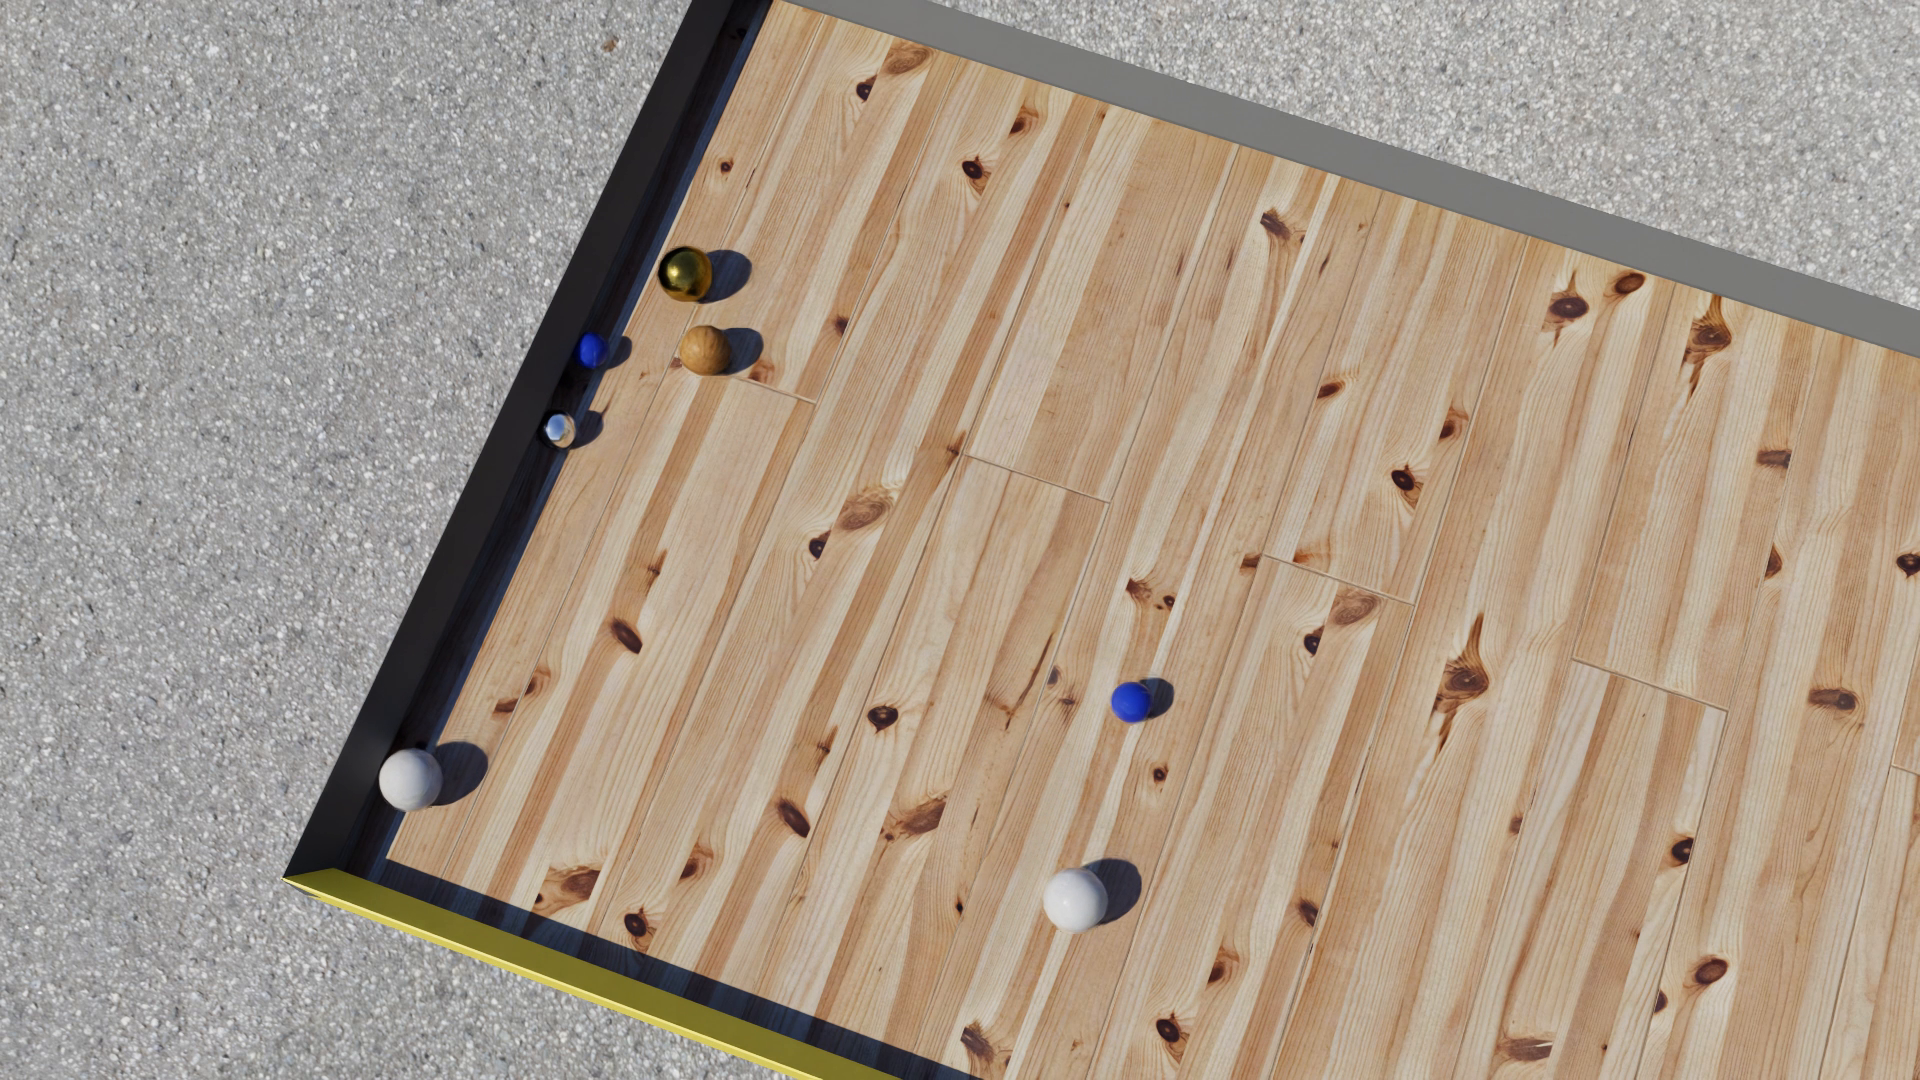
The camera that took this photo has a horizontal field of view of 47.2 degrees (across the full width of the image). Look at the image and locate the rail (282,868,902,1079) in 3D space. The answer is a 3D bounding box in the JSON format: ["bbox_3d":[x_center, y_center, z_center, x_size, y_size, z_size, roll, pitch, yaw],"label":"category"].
[{"bbox_3d":[0.409,0.958,3.062,2.933,0.123,0.045,19,72,6],"label":"rail"}]

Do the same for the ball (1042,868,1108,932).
[{"bbox_3d":[0.169,0.528,3.230,0.095,0.095,0.095,0,71,0],"label":"ball"}]

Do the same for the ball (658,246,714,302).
[{"bbox_3d":[-0.444,-0.431,3.570,0.091,0.091,0.091,0,71,0],"label":"ball"}]

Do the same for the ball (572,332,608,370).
[{"bbox_3d":[-0.597,-0.305,3.542,0.059,0.059,0.059,0,71,0],"label":"ball"}]

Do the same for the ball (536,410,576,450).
[{"bbox_3d":[-0.641,-0.176,3.494,0.064,0.064,0.064,0,71,0],"label":"ball"}]

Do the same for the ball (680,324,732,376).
[{"bbox_3d":[-0.408,-0.304,3.530,0.082,0.082,0.082,0,71,0],"label":"ball"}]

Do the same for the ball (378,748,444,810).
[{"bbox_3d":[-0.821,0.358,3.290,0.094,0.094,0.094,0,71,0],"label":"ball"}]

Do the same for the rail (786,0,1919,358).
[{"bbox_3d":[0.970,-0.504,3.578,2.933,0.123,0.045,19,72,6],"label":"rail"}]

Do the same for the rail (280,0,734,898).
[{"bbox_3d":[-0.667,-0.236,3.483,0.045,0.123,1.695,19,72,6],"label":"rail"}]

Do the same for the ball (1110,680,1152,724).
[{"bbox_3d":[0.261,0.247,3.345,0.064,0.064,0.064,0,71,0],"label":"ball"}]
